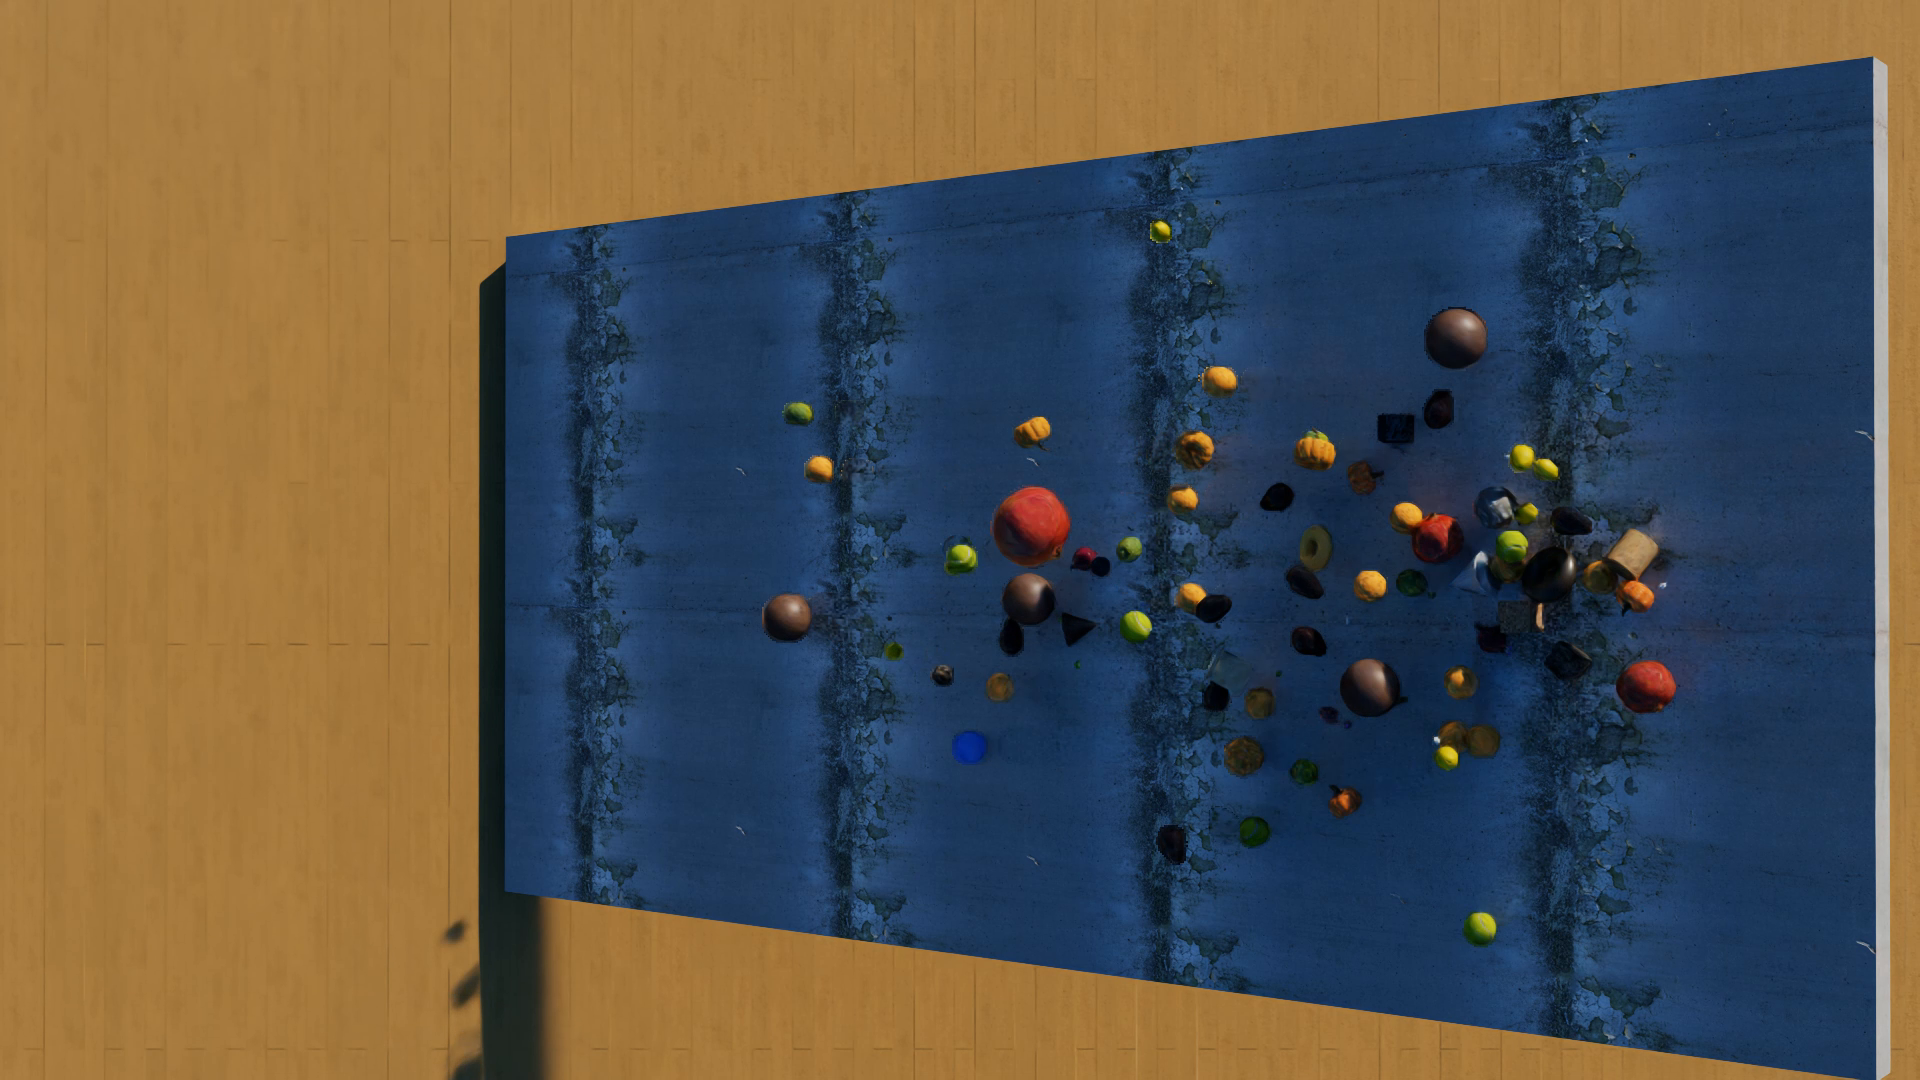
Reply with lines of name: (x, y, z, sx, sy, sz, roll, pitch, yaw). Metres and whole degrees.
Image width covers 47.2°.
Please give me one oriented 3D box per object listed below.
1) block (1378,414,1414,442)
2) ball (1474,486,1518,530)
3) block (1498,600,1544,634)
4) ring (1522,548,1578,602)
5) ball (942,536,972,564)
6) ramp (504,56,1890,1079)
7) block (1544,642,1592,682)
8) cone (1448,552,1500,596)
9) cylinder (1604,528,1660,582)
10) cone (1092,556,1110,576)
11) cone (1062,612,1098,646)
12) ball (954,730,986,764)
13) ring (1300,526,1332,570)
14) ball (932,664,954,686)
block: (0.968, -0.247, 4.880, 0.060, 0.060, 0.060, 2, 91, 37)
ball: (1.150, -0.070, 4.718, 0.092, 0.092, 0.092, 0, 90, 0)
block: (1.198, 0.163, 4.695, 0.069, 0.069, 0.069, -2, 88, 37)
ring: (1.246, 0.074, 4.647, 0.043, 0.129, 0.129, 31, 90, -31)
ball: (-0.008, 0.024, 5.617, 0.073, 0.073, 0.073, 0, 90, 0)
ramp: (0.228, 0.064, 5.545, 4.000, 0.100, 2.000, 0, 89, 37)
block: (1.280, 0.257, 4.630, 0.060, 0.060, 0.060, 48, 117, 39)
cone: (1.094, 0.087, 4.740, 0.100, 0.100, 0.100, -22, 90, 40)
cylinder: (1.381, 0.031, 4.520, 0.079, 0.079, 0.079, 40, 85, 0)
cone: (0.353, 0.063, 5.337, 0.050, 0.050, 0.050, 1, 92, 29)
cone: (0.301, 0.213, 5.400, 0.086, 0.086, 0.086, -11, 90, 10)
ball: (0.026, 0.525, 5.581, 0.083, 0.083, 0.083, 0, 90, 0)
ring: (0.809, 0.018, 4.995, 0.035, 0.105, 0.105, 6, 90, -26)
ball: (-0.044, 0.348, 5.655, 0.052, 0.052, 0.052, 0, 90, 0)
